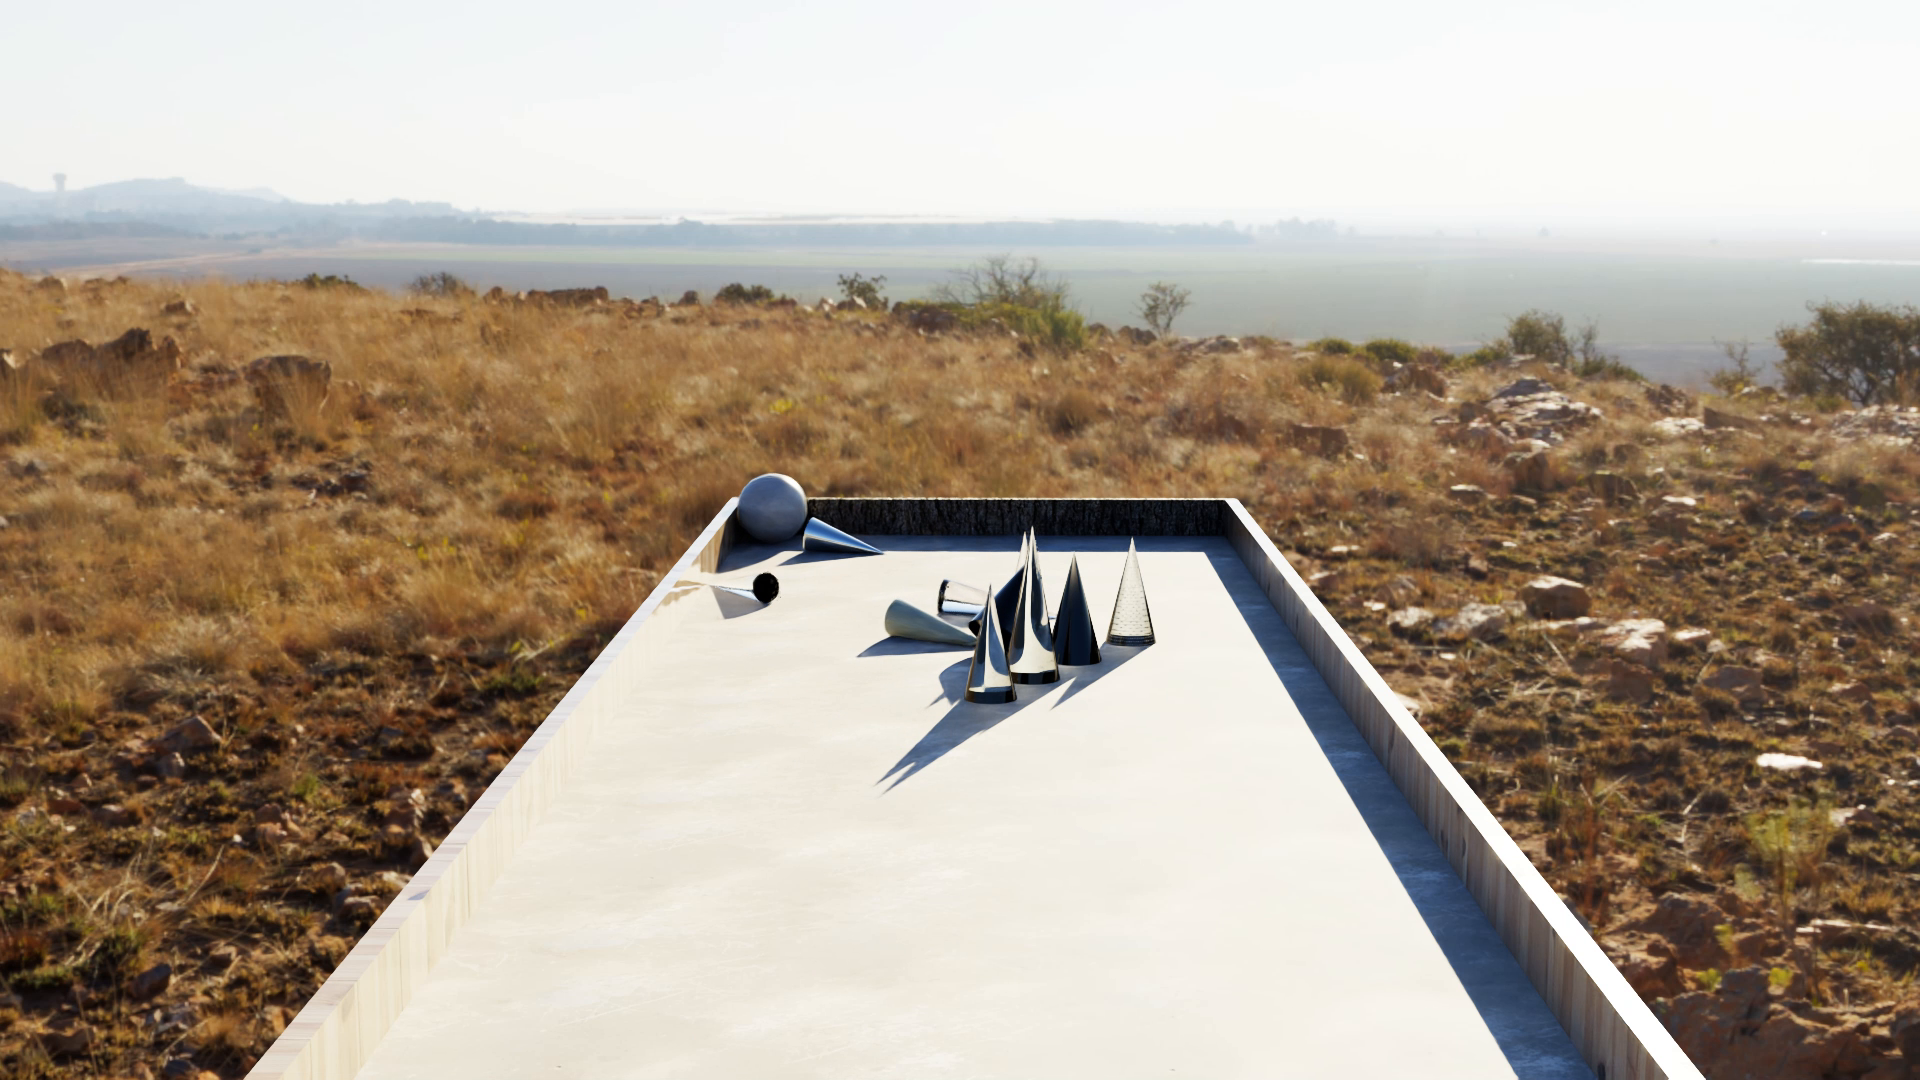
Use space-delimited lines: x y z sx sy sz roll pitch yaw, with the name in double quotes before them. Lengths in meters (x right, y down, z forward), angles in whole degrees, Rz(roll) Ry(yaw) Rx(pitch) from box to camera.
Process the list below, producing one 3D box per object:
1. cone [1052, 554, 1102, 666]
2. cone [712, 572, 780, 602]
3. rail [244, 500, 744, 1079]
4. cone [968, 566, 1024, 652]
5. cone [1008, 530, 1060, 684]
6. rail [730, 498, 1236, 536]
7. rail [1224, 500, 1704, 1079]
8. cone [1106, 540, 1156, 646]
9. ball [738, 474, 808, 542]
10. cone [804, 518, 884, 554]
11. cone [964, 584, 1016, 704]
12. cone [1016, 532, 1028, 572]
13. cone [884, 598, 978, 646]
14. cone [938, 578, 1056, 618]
"cone" 0.346 0.199 6.679 0.173 0.337 0.173 0 9 0
"cone" -0.795 0.162 7.812 0.108 0.108 0.447 -6 4 -33
"rail" -1.004 0.839 3.234 0.050 0.150 12.000 0 9 1
"cone" 0.173 0.164 6.825 0.177 0.323 0.177 22 -25 11
"cone" 0.210 0.182 6.413 0.168 0.454 0.168 0 9 0
"rail" 0.099 -0.098 9.147 2.100 0.150 0.050 0 9 1
"rail" 1.046 0.843 3.208 0.050 0.150 12.000 0 9 1
"cone" 0.542 0.156 6.951 0.164 0.337 0.164 0 9 0
"ball" -0.760 -0.129 8.923 0.282 0.282 0.282 0 9 0
"cone" -0.442 0.017 8.694 0.332 0.134 0.134 15 13 16
"cone" 0.085 0.281 6.173 0.152 0.334 0.152 0 9 0
"cone" 0.201 0.143 6.970 0.138 0.339 0.138 2 1 0
"cone" -0.041 0.294 6.958 0.409 0.123 0.123 16 17 33
"cone" 0.153 0.224 7.407 0.443 0.117 0.117 10 11 12
